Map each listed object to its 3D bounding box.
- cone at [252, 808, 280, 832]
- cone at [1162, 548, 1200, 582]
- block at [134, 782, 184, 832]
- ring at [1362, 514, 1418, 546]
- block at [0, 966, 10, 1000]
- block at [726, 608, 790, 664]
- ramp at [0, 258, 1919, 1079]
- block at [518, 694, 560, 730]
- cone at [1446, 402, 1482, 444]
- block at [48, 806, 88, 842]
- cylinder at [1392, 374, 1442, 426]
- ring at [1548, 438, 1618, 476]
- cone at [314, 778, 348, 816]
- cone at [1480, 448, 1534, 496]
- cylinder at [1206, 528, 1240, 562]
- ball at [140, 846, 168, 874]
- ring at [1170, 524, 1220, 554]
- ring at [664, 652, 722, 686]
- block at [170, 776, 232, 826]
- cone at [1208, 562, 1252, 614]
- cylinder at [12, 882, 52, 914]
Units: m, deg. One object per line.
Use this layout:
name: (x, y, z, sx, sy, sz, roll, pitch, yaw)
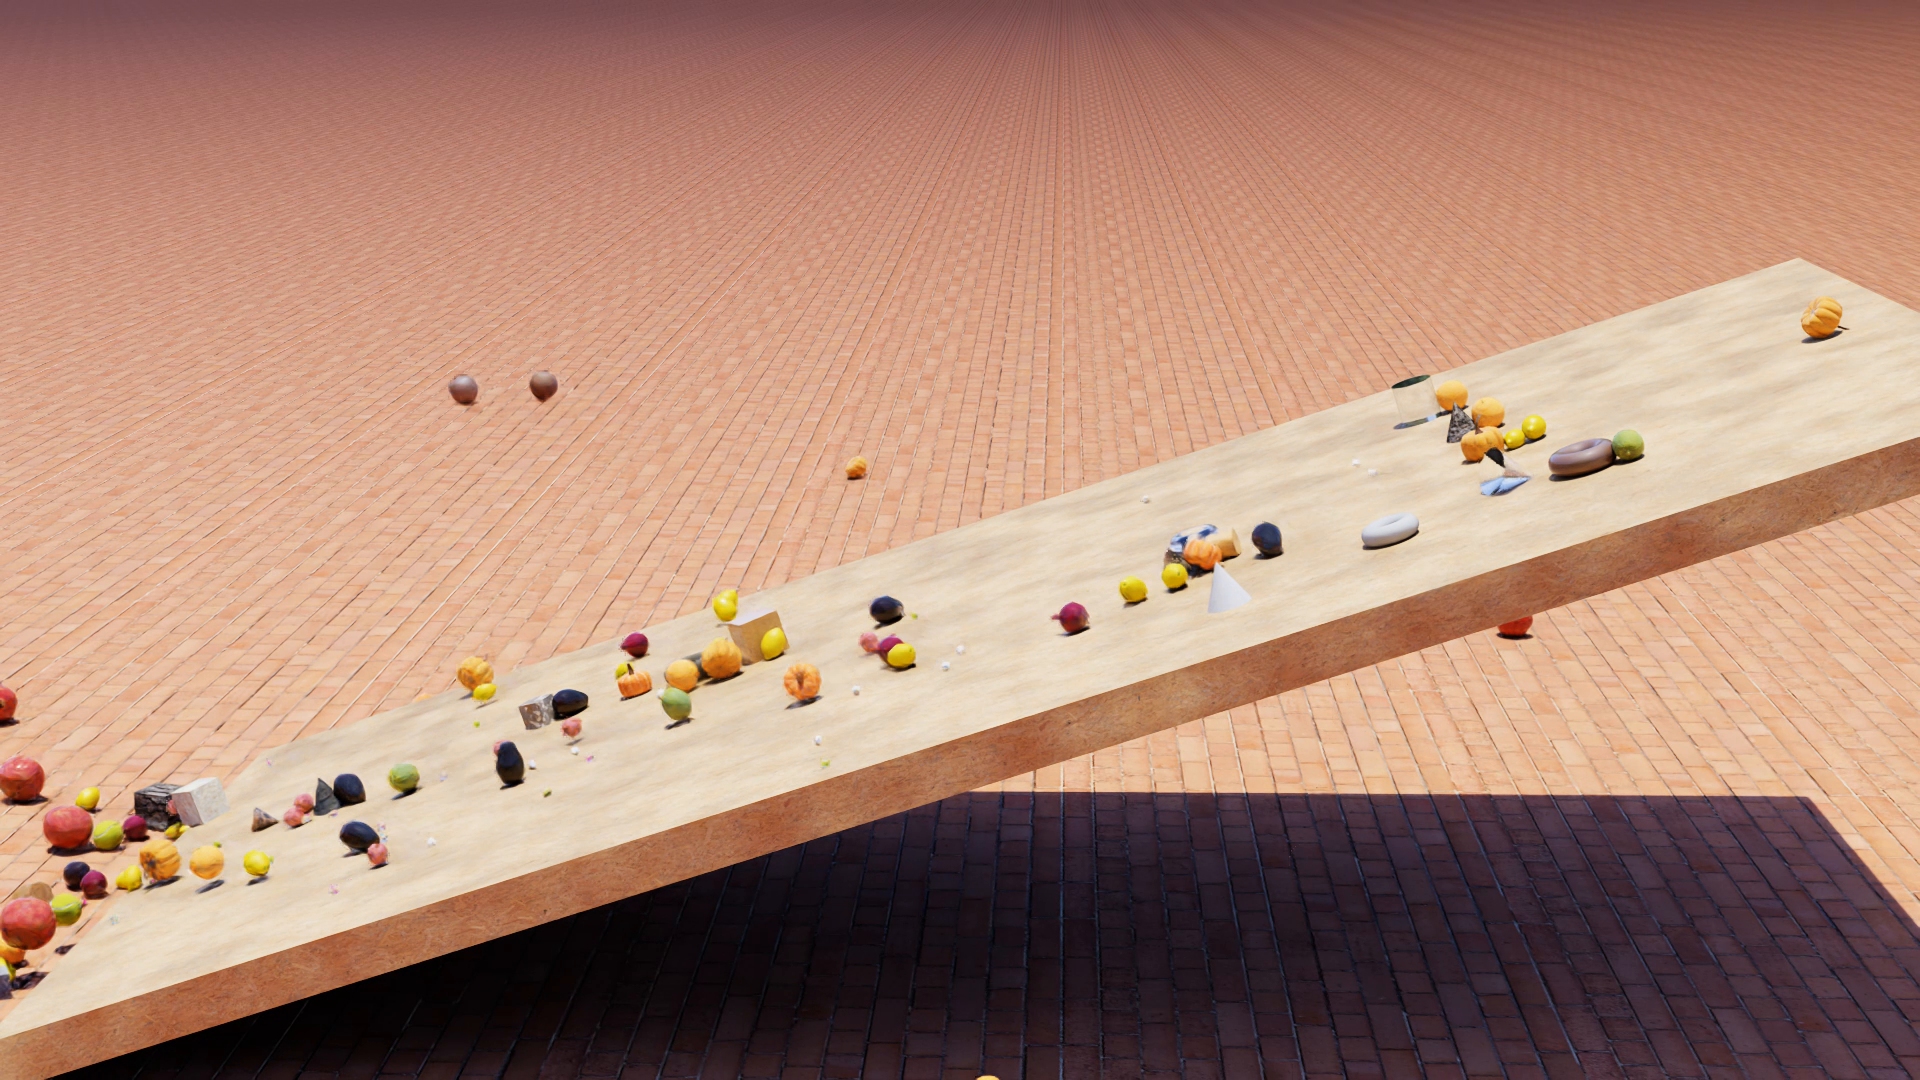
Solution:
cone: (-1.546, 0.626, 6.564, 0.058, 0.058, 0.058, 7, 11, -10)
cone: (0.455, 0.056, 5.976, 0.071, 0.071, 0.071, 7, 11, -9)
block: (-1.943, 0.651, 7.163, 0.092, 0.092, 0.092, 5, 13, 21)
ring: (0.833, -0.019, 5.692, 0.115, 0.038, 0.115, -20, 10, 4)
block: (-1.977, 0.910, 6.028, 0.054, 0.054, 0.054, -4, 13, -20)
block: (-0.452, 0.214, 6.579, 0.092, 0.092, 0.092, -23, 11, -21)
ramp: (0.105, 0.181, 6.307, 4.000, 0.100, 2.000, -18, 11, 6)
block: (-0.950, 0.388, 6.648, 0.058, 0.058, 0.058, -12, 12, 31)
cone: (1.081, -0.262, 6.368, 0.083, 0.083, 0.083, -18, 11, 4)
block: (-2.146, 0.682, 7.075, 0.068, 0.068, 0.068, 2, 12, 7)
cylinder: (1.039, -0.317, 6.688, 0.092, 0.092, 0.092, -18, 11, 4)
ring: (1.213, -0.160, 5.729, 0.137, 0.046, 0.137, -17, 10, 3)
cone: (-1.408, 0.560, 6.515, 0.078, 0.078, 0.078, -18, 11, 4)
cone: (1.090, -0.130, 5.792, 0.096, 0.096, 0.096, 6, 9, -20)
cylinder: (0.538, 0.010, 6.005, 0.055, 0.055, 0.055, -15, 7, 18)
ball: (-1.772, 0.704, 6.465, 0.060, 0.060, 0.060, 0, 12, 0)
ring: (0.494, -0.002, 6.193, 0.108, 0.036, 0.108, -19, 9, 3)
ring: (-0.597, 0.287, 6.587, 0.135, 0.045, 0.135, -18, 9, 3)
block: (-1.773, 0.611, 6.870, 0.084, 0.084, 0.084, -9, 14, 42)
cone: (0.501, 0.082, 5.614, 0.089, 0.089, 0.089, -18, 11, 4)
cylinder: (-2.051, 0.792, 6.503, 0.062, 0.062, 0.062, -19, -1, 35)
